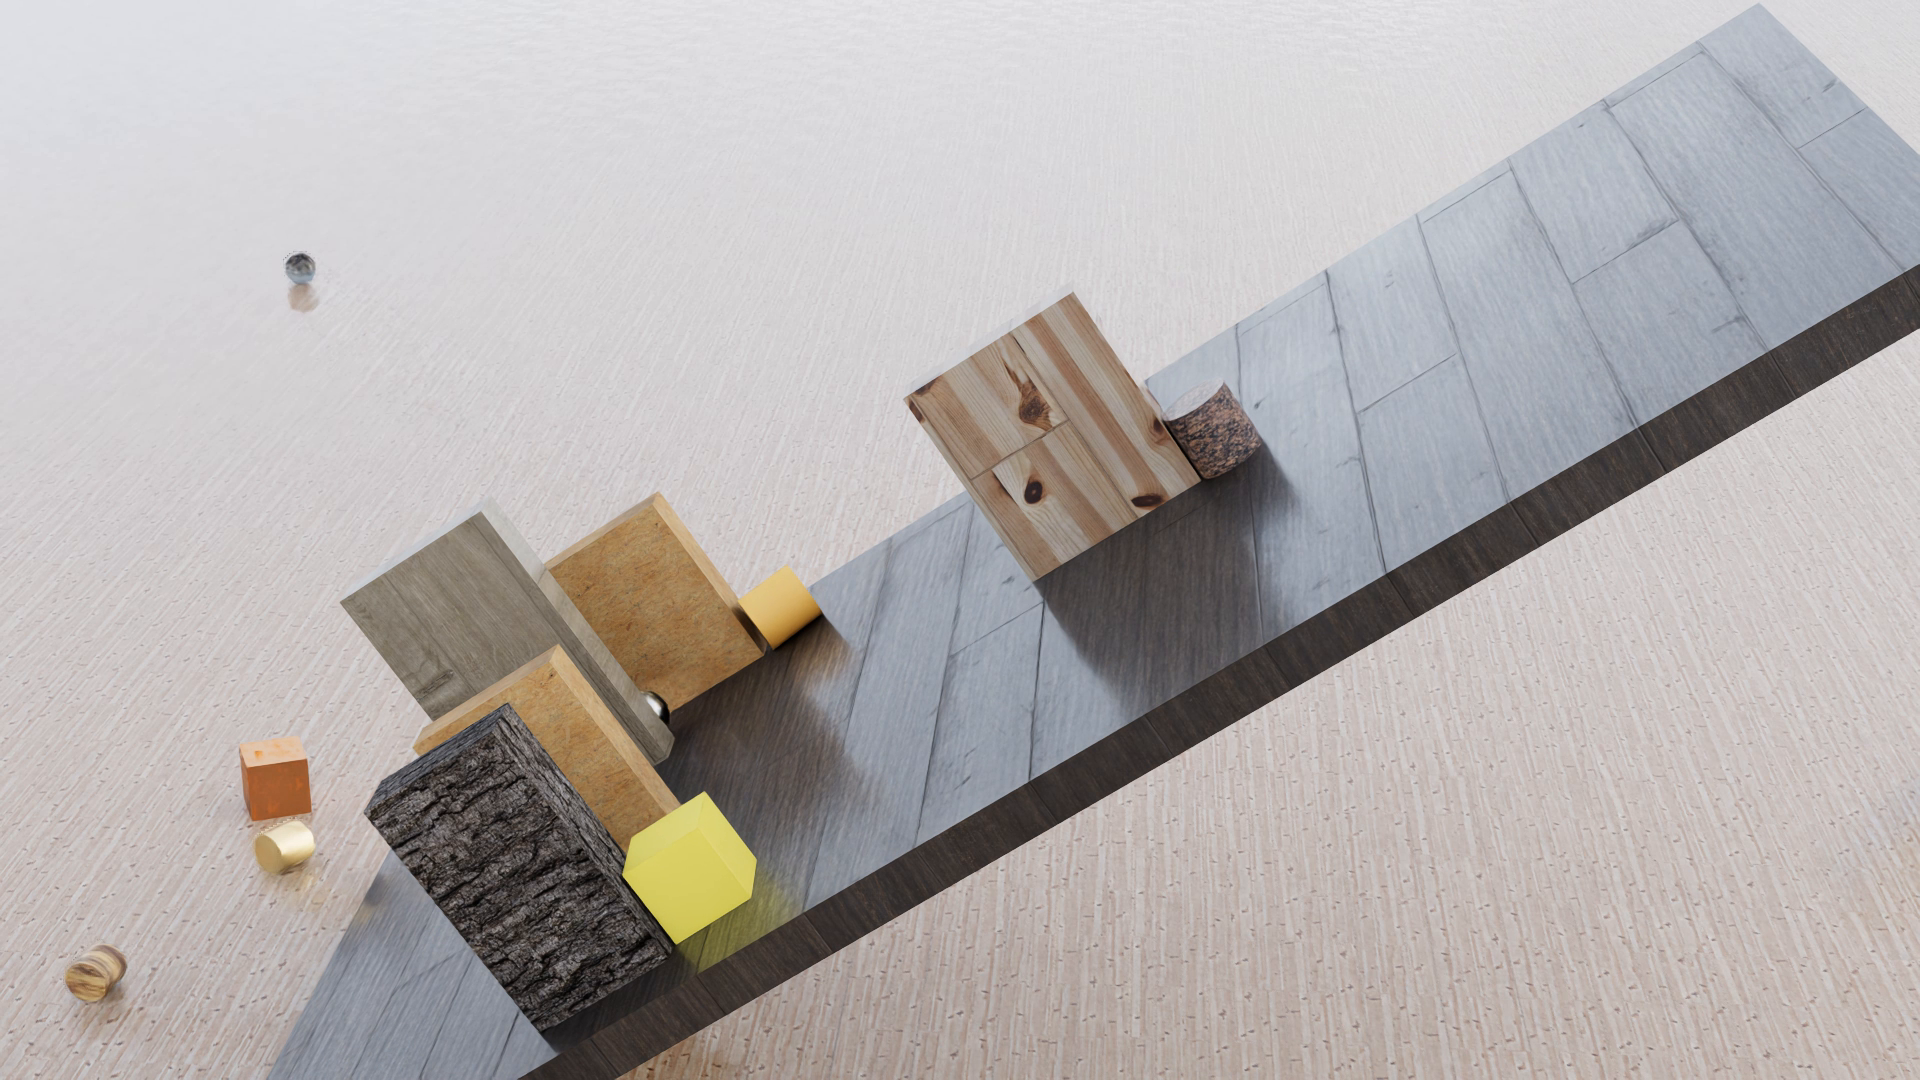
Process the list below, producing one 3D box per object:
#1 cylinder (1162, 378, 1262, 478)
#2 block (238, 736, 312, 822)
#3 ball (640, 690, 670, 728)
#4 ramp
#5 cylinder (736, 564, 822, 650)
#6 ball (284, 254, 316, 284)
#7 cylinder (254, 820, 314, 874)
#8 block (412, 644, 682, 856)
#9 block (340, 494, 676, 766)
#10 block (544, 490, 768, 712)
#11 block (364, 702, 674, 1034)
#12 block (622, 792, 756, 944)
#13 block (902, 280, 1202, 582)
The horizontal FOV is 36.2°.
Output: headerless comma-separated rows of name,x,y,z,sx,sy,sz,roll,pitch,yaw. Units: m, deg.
cylinder,0.532,-0.236,6.203,0.153,0.153,0.153,-33,15,10
block,-1.880,0.654,8.076,0.162,0.162,0.162,-8,22,-19
ball,-0.756,0.422,7.030,0.124,0.124,0.124,0,21,0
ramp,0.138,0.172,6.299,4.000,0.100,2.000,-31,16,14
cylinder,-0.433,0.161,7.080,0.148,0.148,0.148,-37,28,-5
ball,-2.920,-1.201,13.024,0.136,0.136,0.136,0,21,0
cylinder,-1.777,0.809,7.739,0.110,0.110,0.110,14,24,33
block,-0.844,0.523,6.173,0.359,0.508,0.097,-31,16,14
block,-1.050,0.306,6.854,0.414,0.727,0.108,-31,16,14
block,-0.747,0.170,7.125,0.360,0.461,0.098,-31,16,14
block,-0.846,0.640,5.709,0.314,0.568,0.142,-31,16,14
block,-0.529,0.642,5.770,0.179,0.179,0.179,-33,15,10
block,0.197,-0.228,6.241,0.430,0.493,0.095,-31,16,14
